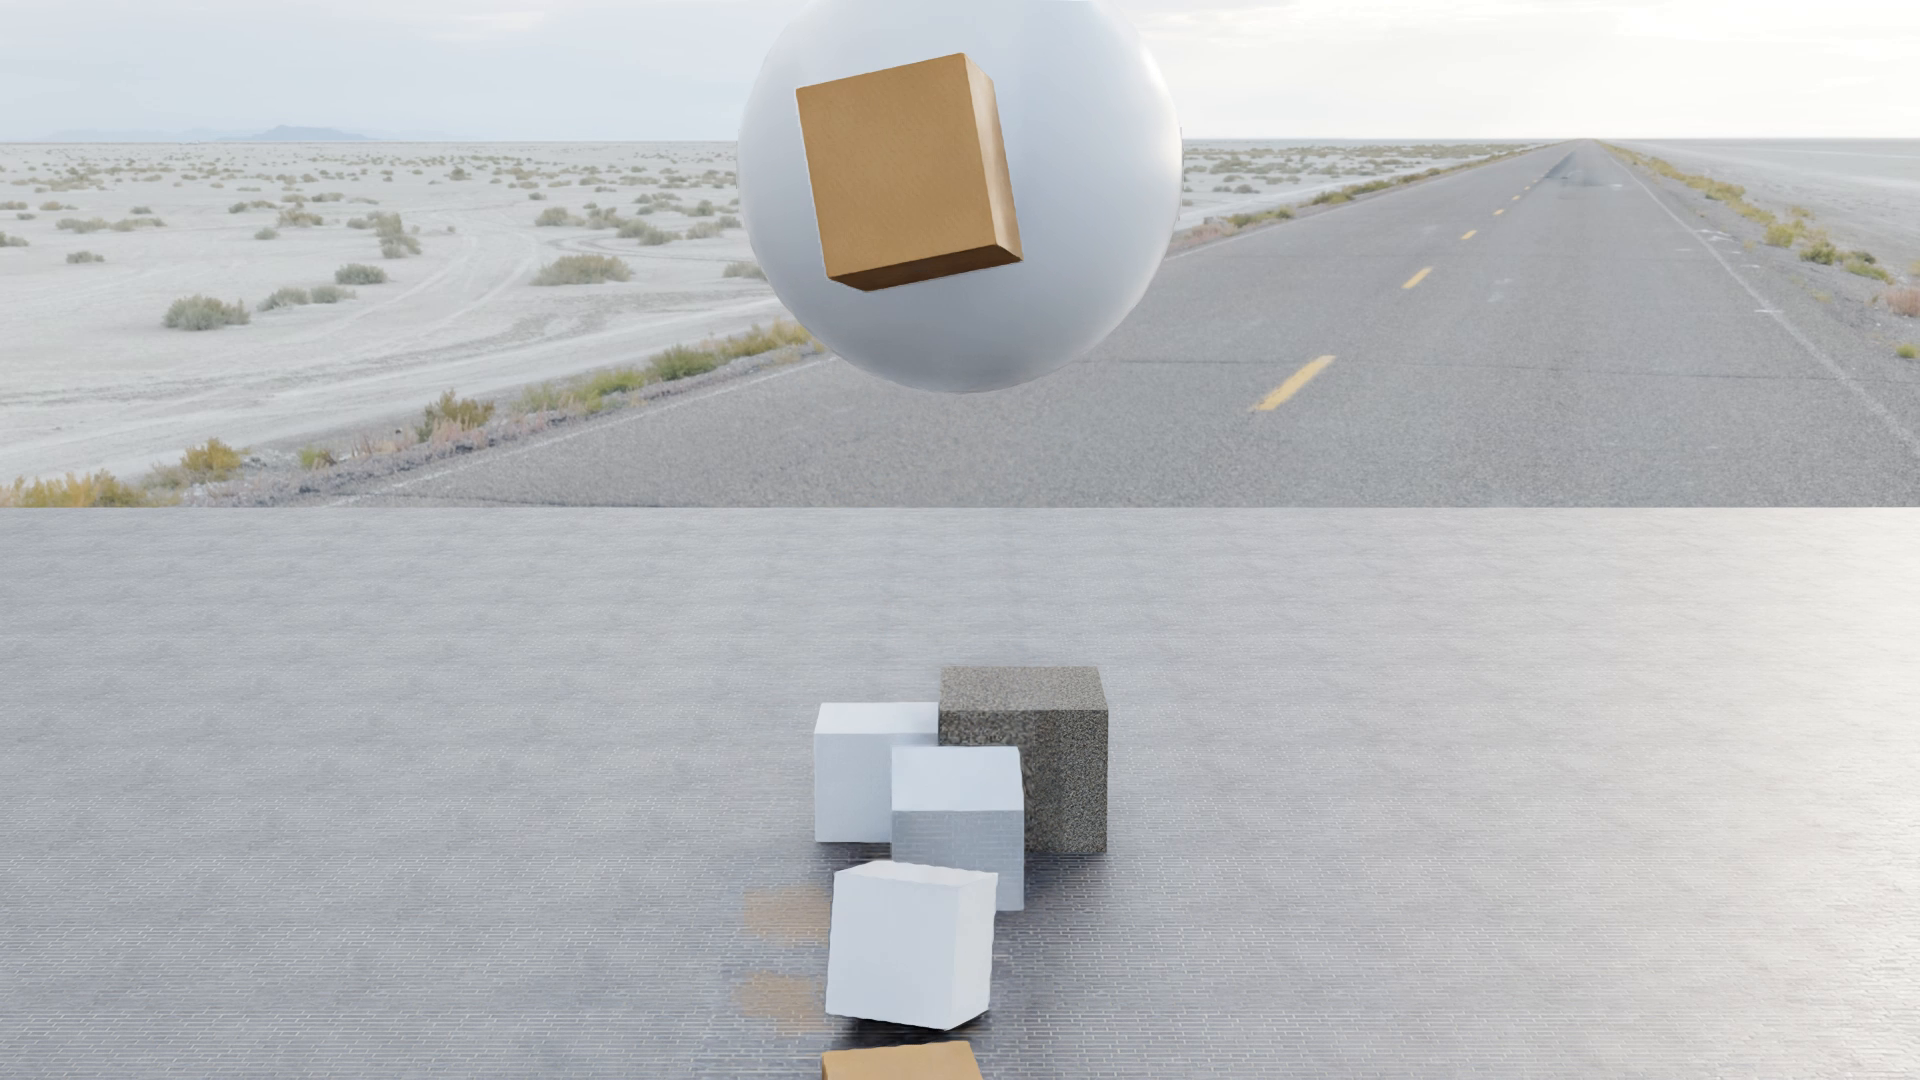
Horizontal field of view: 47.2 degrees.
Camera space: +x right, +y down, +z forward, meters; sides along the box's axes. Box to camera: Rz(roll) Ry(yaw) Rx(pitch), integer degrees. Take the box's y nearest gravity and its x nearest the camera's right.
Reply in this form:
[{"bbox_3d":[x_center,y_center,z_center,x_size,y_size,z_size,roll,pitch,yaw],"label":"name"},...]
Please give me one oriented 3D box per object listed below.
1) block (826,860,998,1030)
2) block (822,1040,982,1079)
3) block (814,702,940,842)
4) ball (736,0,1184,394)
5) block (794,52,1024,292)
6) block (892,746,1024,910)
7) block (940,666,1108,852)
[{"bbox_3d":[-0.190,1.619,8.856,0.522,0.557,0.487,4,-1,19],"label":"block"},{"bbox_3d":[-0.166,1.986,7.037,0.487,0.509,0.548,-2,18,-11],"label":"block"},{"bbox_3d":[-0.422,1.197,11.395,0.622,0.568,0.609,0,10,0],"label":"block"},{"bbox_3d":[0.000,-1.328,7.916,1.600,1.600,1.600,0,10,0],"label":"ball"},{"bbox_3d":[-0.143,-1.097,6.645,0.513,0.564,0.490,-10,0,11],"label":"block"},{"bbox_3d":[-0.015,1.351,10.350,0.602,0.524,0.638,0,22,-1],"label":"block"},{"bbox_3d":[0.316,1.118,11.367,0.834,0.734,0.911,0,10,0],"label":"block"}]
